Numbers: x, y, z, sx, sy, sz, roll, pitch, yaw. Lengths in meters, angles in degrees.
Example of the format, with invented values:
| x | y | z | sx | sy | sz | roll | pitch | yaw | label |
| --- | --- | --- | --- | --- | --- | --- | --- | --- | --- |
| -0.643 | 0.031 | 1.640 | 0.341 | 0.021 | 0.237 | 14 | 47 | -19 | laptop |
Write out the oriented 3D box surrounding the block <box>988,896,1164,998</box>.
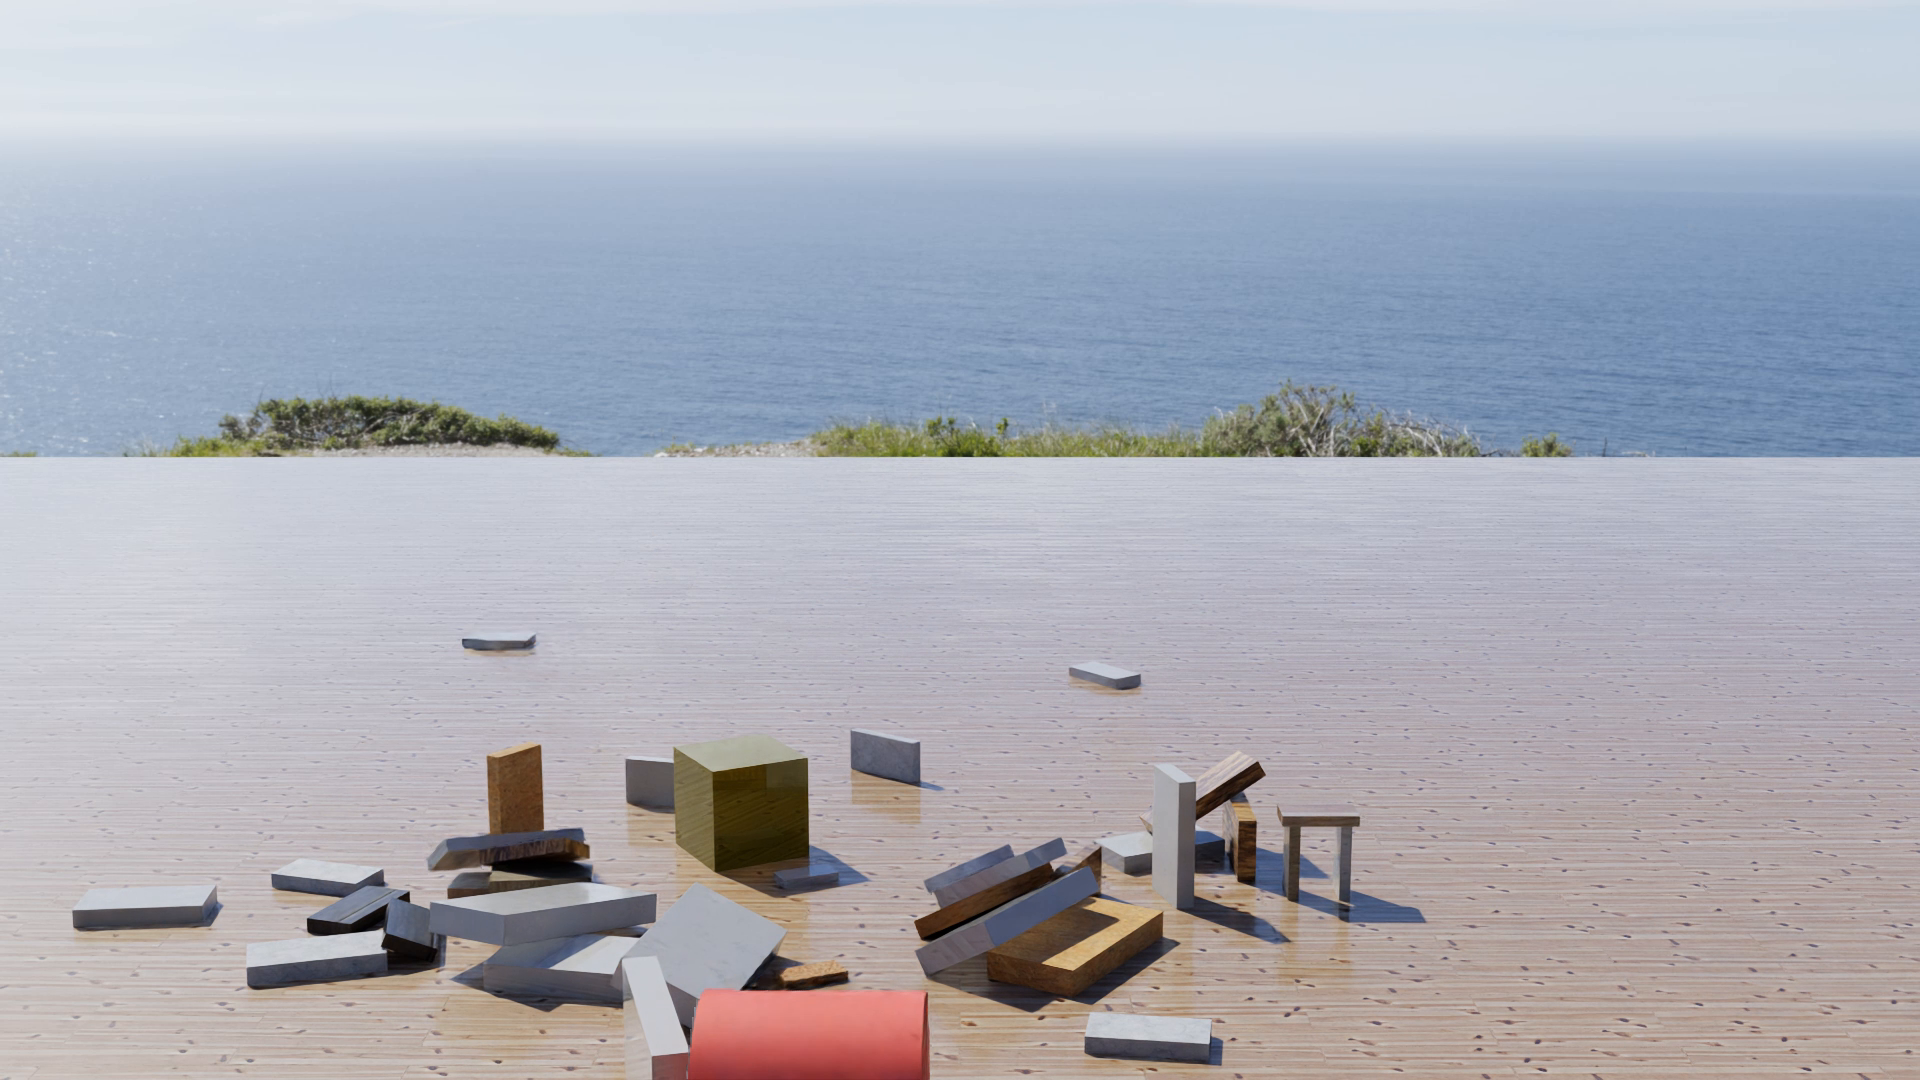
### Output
| x | y | z | sx | sy | sz | roll | pitch | yaw | label |
| --- | --- | --- | --- | --- | --- | --- | --- | --- | --- |
| 0.181 | 0.621 | 3.386 | 0.147 | 0.042 | 0.293 | 6 | 12 | 31 | block |

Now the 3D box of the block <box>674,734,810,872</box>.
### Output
| x | y | z | sx | sy | sz | roll | pitch | yaw | label |
| --- | --- | --- | --- | --- | --- | --- | --- | --- | --- |
| -0.386 | 0.460 | 3.877 | 0.179 | 0.179 | 0.179 | -6 | 12 | -29 | block |

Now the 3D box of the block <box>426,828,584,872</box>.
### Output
| x | y | z | sx | sy | sz | roll | pitch | yaw | label |
| --- | --- | --- | --- | --- | --- | --- | --- | --- | --- |
| -0.770 | 0.526 | 3.734 | 0.254 | 0.023 | 0.082 | 1 | -32 | -38 | block |

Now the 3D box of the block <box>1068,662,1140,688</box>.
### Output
| x | y | z | sx | sy | sz | roll | pitch | yaw | label |
| --- | --- | --- | --- | --- | --- | --- | --- | --- | --- |
| 0.335 | 0.313 | 5.100 | 0.080 | 0.023 | 0.159 | -8 | 13 | -38 | block |

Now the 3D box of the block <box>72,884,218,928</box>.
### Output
| x | y | z | sx | sy | sz | roll | pitch | yaw | label |
| --- | --- | --- | --- | --- | --- | --- | --- | --- | --- |
| -1.322 | 0.594 | 3.571 | 0.202 | 0.029 | 0.101 | -1 | 11 | -6 | block |

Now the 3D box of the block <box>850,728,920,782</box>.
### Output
| x | y | z | sx | sy | sz | roll | pitch | yaw | label |
| --- | --- | --- | --- | --- | --- | --- | --- | --- | --- |
| -0.148 | 0.424 | 4.342 | 0.159 | 0.080 | 0.023 | 8 | 13 | 37 | block |

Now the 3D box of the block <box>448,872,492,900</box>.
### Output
| x | y | z | sx | sy | sz | roll | pitch | yaw | label |
| --- | --- | --- | --- | --- | --- | --- | --- | --- | --- |
| -0.761 | 0.579 | 3.663 | 0.165 | 0.023 | 0.082 | 1 | 11 | 4 | block |

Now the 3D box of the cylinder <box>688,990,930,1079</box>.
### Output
| x | y | z | sx | sy | sz | roll | pitch | yaw | label |
| --- | --- | --- | --- | --- | --- | --- | --- | --- | --- |
| -0.172 | 0.661 | 2.576 | 0.261 | 0.261 | 0.261 | 0 | 11 | 1 | cylinder |

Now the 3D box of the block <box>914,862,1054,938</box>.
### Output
| x | y | z | sx | sy | sz | roll | pitch | yaw | label |
| --- | --- | --- | --- | --- | --- | --- | --- | --- | --- |
| 0.042 | 0.577 | 3.528 | 0.104 | 0.029 | 0.243 | -30 | -11 | 38 | block |

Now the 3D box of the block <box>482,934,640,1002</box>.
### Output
| x | y | z | sx | sy | sz | roll | pitch | yaw | label |
| --- | --- | --- | --- | --- | --- | --- | --- | --- | --- |
| -0.546 | 0.639 | 3.293 | 0.293 | 0.042 | 0.147 | 2 | 11 | 12 | block |

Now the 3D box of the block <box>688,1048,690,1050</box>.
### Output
| x | y | z | sx | sy | sz | roll | pitch | yaw | label |
| --- | --- | --- | --- | --- | --- | --- | --- | --- | --- |
| -0.362 | 0.713 | 2.967 | 0.050 | 0.014 | 0.100 | -4 | 11 | -23 | block |

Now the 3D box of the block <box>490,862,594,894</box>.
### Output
| x | y | z | sx | sy | sz | roll | pitch | yaw | label |
| --- | --- | --- | --- | --- | --- | --- | --- | --- | --- |
| -0.692 | 0.560 | 3.641 | 0.165 | 0.023 | 0.082 | -1 | 11 | -7 | block |

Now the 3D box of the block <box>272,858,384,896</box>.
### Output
| x | y | z | sx | sy | sz | roll | pitch | yaw | label |
| --- | --- | --- | --- | --- | --- | --- | --- | --- | --- |
| -1.067 | 0.570 | 3.714 | 0.165 | 0.023 | 0.082 | 3 | 11 | 18 | block |

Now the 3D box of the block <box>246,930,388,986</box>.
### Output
| x | y | z | sx | sy | sz | roll | pitch | yaw | label |
| --- | --- | --- | --- | --- | --- | --- | --- | --- | --- |
| -0.979 | 0.635 | 3.348 | 0.203 | 0.029 | 0.101 | -3 | 11 | -17 | block |

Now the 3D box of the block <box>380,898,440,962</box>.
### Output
| x | y | z | sx | sy | sz | roll | pitch | yaw | label |
| --- | --- | --- | --- | --- | --- | --- | --- | --- | --- |
| -0.855 | 0.607 | 3.430 | 0.082 | 0.023 | 0.164 | 21 | 5 | -15 | block |

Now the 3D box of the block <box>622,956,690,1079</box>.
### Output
| x | y | z | sx | sy | sz | roll | pitch | yaw | label |
| --- | --- | --- | --- | --- | --- | --- | --- | --- | --- |
| -0.388 | 0.668 | 2.806 | 0.046 | 0.162 | 0.325 | -3 | 11 | -15 | block |

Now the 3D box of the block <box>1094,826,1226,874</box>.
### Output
| x | y | z | sx | sy | sz | roll | pitch | yaw | label |
| --- | --- | --- | --- | --- | --- | --- | --- | --- | --- |
| 0.349 | 0.540 | 3.858 | 0.207 | 0.029 | 0.104 | -5 | 12 | -27 | block |

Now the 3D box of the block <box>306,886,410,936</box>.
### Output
| x | y | z | sx | sy | sz | roll | pitch | yaw | label |
| --- | --- | --- | --- | --- | --- | --- | --- | --- | --- |
| -0.971 | 0.600 | 3.553 | 0.082 | 0.023 | 0.164 | 4 | 11 | 19 | block |

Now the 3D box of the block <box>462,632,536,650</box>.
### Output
| x | y | z | sx | sy | sz | roll | pitch | yaw | label |
| --- | --- | --- | --- | --- | --- | --- | --- | --- | --- |
| -1.140 | 0.249 | 5.442 | 0.159 | 0.023 | 0.080 | 1 | 11 | 6 | block |

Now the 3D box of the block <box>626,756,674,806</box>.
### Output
| x | y | z | sx | sy | sz | roll | pitch | yaw | label |
| --- | --- | --- | --- | --- | --- | --- | --- | --- | --- |
| -0.547 | 0.457 | 4.150 | 0.171 | 0.086 | 0.024 | 3 | 11 | 15 | block |

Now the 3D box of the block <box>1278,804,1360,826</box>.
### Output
| x | y | z | sx | sy | sz | roll | pitch | yaw | label |
| --- | --- | --- | --- | --- | --- | --- | --- | --- | --- |
| 0.593 | 0.457 | 3.643 | 0.127 | 0.018 | 0.063 | 0 | 11 | 0 | block |

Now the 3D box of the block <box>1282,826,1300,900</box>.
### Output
| x | y | z | sx | sy | sz | roll | pitch | yaw | label |
| --- | --- | --- | --- | --- | --- | --- | --- | --- | --- |
| 0.551 | 0.528 | 3.656 | 0.018 | 0.127 | 0.063 | 0 | 11 | 0 | block |

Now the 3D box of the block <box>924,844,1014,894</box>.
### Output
| x | y | z | sx | sy | sz | roll | pitch | yaw | label |
| --- | --- | --- | --- | --- | --- | --- | --- | --- | --- |
| 0.017 | 0.550 | 3.684 | 0.082 | 0.023 | 0.165 | -28 | -9 | 28 | block |

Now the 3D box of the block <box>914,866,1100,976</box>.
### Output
| x | y | z | sx | sy | sz | roll | pitch | yaw | label |
| --- | --- | --- | --- | --- | --- | --- | --- | --- | --- |
| 0.076 | 0.585 | 3.387 | 0.147 | 0.042 | 0.293 | -30 | -8 | 36 | block |

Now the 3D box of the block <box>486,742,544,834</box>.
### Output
| x | y | z | sx | sy | sz | roll | pitch | yaw | label |
| --- | --- | --- | --- | --- | --- | --- | --- | --- | --- |
| -0.769 | 0.461 | 3.812 | 0.029 | 0.202 | 0.101 | 7 | 13 | 34 | block |

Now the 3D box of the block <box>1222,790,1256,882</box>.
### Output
| x | y | z | sx | sy | sz | roll | pitch | yaw | label |
| --- | --- | --- | --- | --- | --- | --- | --- | --- | --- |
| 0.485 | 0.507 | 3.824 | 0.030 | 0.108 | 0.215 | 0 | 11 | 0 | block |

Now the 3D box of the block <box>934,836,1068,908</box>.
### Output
| x | y | z | sx | sy | sz | roll | pitch | yaw | label |
| --- | --- | --- | --- | --- | --- | --- | --- | --- | --- |
| 0.066 | 0.541 | 3.577 | 0.207 | 0.029 | 0.104 | -29 | -10 | 37 | block |

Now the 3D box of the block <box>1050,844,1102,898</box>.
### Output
| x | y | z | sx | sy | sz | roll | pitch | yaw | label |
| --- | --- | --- | --- | --- | --- | --- | --- | --- | --- |
| 0.190 | 0.562 | 3.596 | 0.023 | 0.082 | 0.165 | 5 | 12 | 25 | block |

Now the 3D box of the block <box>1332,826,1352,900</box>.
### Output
| x | y | z | sx | sy | sz | roll | pitch | yaw | label |
| --- | --- | --- | --- | --- | --- | --- | --- | --- | --- |
| 0.636 | 0.528 | 3.656 | 0.018 | 0.127 | 0.063 | 0 | 11 | 0 | block |

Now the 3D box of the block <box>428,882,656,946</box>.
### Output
| x | y | z | sx | sy | sz | roll | pitch | yaw | label |
| --- | --- | --- | --- | --- | --- | --- | --- | --- | --- |
| -0.643 | 0.578 | 3.414 | 0.162 | 0.046 | 0.325 | 2 | -1 | 35 | block |

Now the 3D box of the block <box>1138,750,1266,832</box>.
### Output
| x | y | z | sx | sy | sz | roll | pitch | yaw | label |
| --- | --- | --- | --- | --- | --- | --- | --- | --- | --- |
| 0.426 | 0.450 | 3.874 | 0.215 | 0.030 | 0.108 | -32 | 9 | -7 | block |

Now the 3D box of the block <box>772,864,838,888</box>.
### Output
| x | y | z | sx | sy | sz | roll | pitch | yaw | label |
| --- | --- | --- | --- | --- | --- | --- | --- | --- | --- |
| -0.262 | 0.571 | 3.734 | 0.100 | 0.014 | 0.050 | -5 | 12 | -25 | block |

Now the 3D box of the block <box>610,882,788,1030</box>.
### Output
| x | y | z | sx | sy | sz | roll | pitch | yaw | label |
| --- | --- | --- | --- | --- | --- | --- | --- | --- | --- |
| -0.379 | 0.614 | 3.241 | 0.162 | 0.046 | 0.325 | 27 | 15 | 6 | block |

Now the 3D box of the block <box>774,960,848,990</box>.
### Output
| x | y | z | sx | sy | sz | roll | pitch | yaw | label |
| --- | --- | --- | --- | --- | --- | --- | --- | --- | --- |
| -0.224 | 0.652 | 3.296 | 0.100 | 0.014 | 0.050 | -5 | 12 | -25 | block |

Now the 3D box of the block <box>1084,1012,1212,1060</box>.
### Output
| x | y | z | sx | sy | sz | roll | pitch | yaw | label |
| --- | --- | --- | --- | --- | --- | --- | --- | --- | --- |
| 0.263 | 0.691 | 3.061 | 0.171 | 0.024 | 0.086 | 2 | 11 | 8 | block |

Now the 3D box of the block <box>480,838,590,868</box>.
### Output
| x | y | z | sx | sy | sz | roll | pitch | yaw | label |
| --- | --- | --- | --- | --- | --- | --- | --- | --- | --- |
| -0.709 | 0.525 | 3.668 | 0.164 | 0.023 | 0.082 | -11 | -21 | 20 | block |

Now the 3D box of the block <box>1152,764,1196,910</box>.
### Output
| x | y | z | sx | sy | sz | roll | pitch | yaw | label |
| --- | --- | --- | --- | --- | --- | --- | --- | --- | --- |
| 0.353 | 0.488 | 3.629 | 0.030 | 0.215 | 0.108 | -3 | 11 | -17 | block |
